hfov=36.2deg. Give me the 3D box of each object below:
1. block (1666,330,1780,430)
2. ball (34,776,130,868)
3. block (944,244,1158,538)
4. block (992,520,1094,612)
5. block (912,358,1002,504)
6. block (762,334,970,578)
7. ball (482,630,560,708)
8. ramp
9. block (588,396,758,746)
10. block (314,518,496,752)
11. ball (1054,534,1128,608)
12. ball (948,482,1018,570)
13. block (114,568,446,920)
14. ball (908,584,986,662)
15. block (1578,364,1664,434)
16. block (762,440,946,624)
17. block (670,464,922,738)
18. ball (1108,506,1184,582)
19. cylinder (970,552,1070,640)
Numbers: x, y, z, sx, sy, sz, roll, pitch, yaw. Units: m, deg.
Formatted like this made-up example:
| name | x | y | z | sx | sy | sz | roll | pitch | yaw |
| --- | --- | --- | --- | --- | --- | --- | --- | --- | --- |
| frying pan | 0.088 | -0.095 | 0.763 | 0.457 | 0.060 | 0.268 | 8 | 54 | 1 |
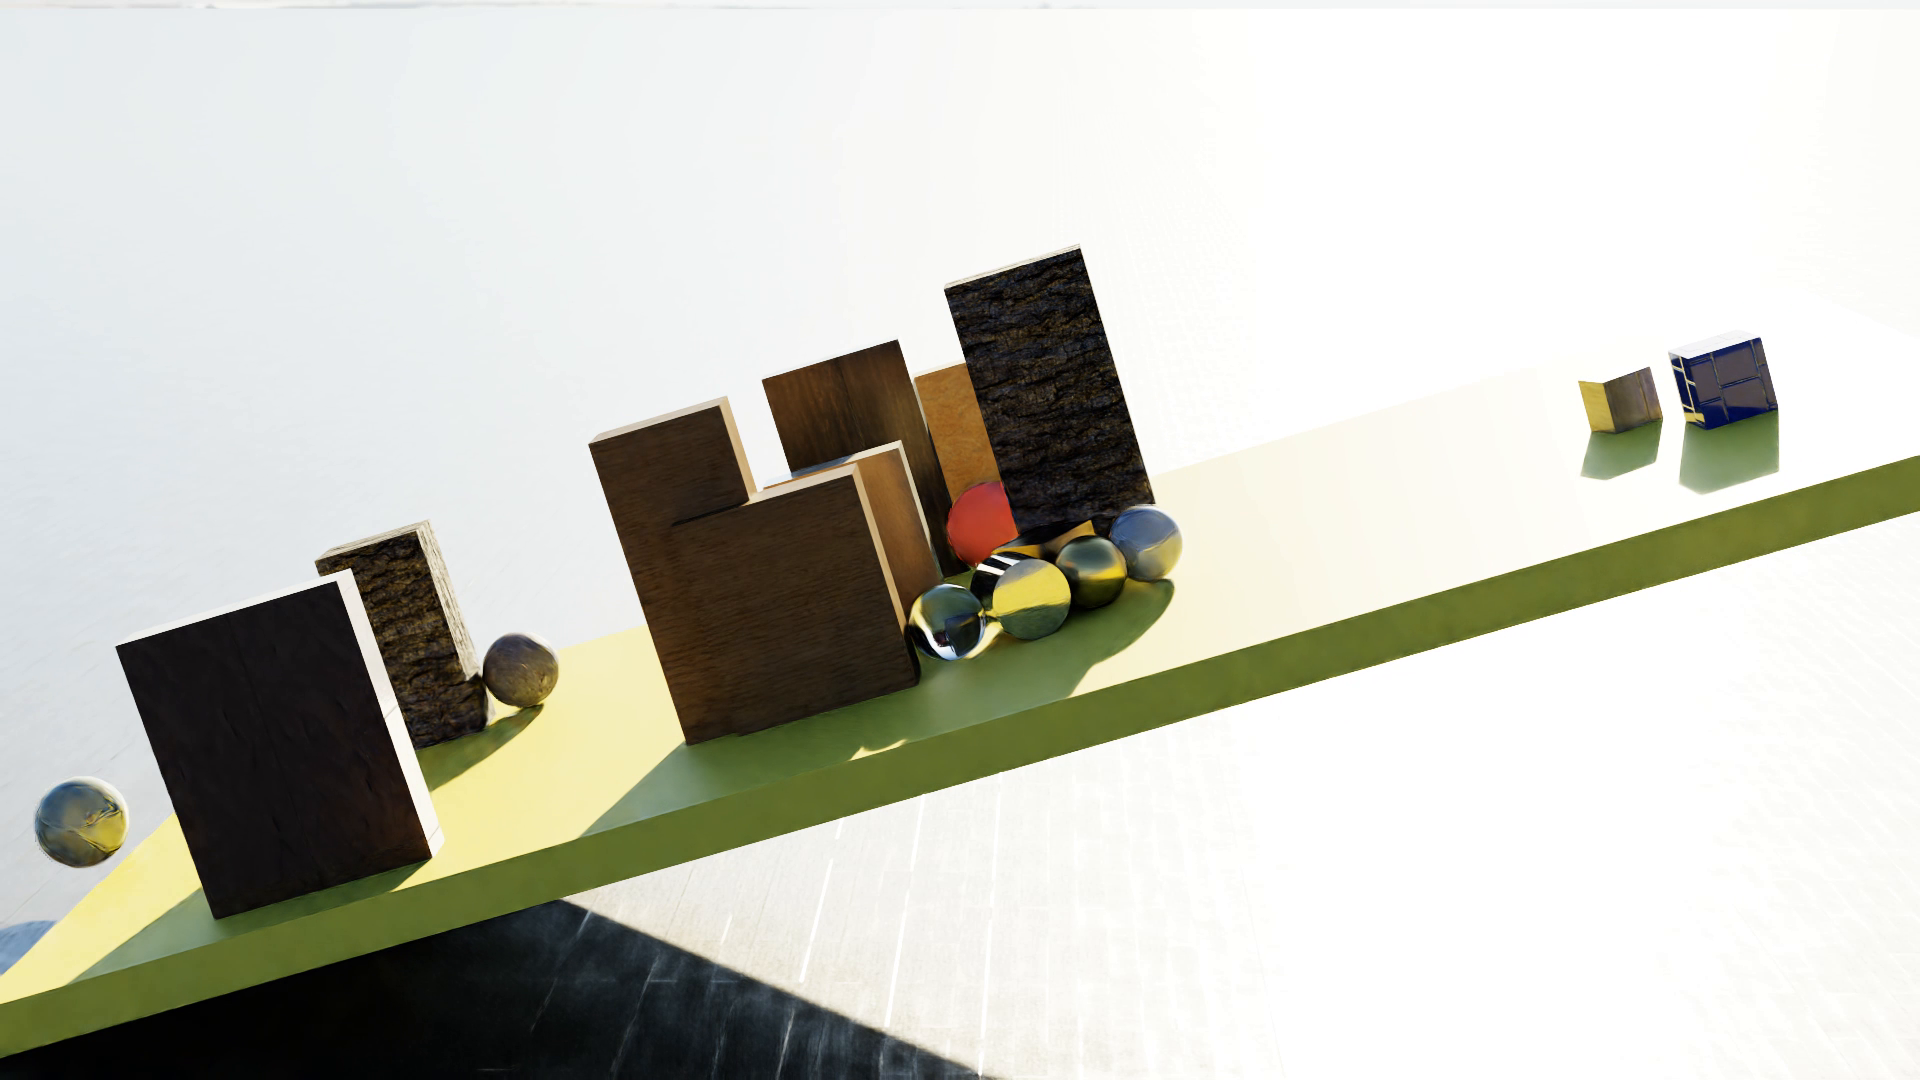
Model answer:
| name | x | y | z | sx | sy | sz | roll | pitch | yaw |
| --- | --- | --- | --- | --- | --- | --- | --- | --- | --- |
| block | 1.540 | -0.325 | 5.939 | 0.151 | 0.151 | 0.151 | -17 | 10 | 0 |
| ball | -1.937 | 0.623 | 6.491 | 0.203 | 0.203 | 0.203 | 0 | 11 | 0 |
| block | 0.209 | -0.253 | 6.236 | 0.298 | 0.686 | 0.115 | -16 | 10 | 5 |
| block | 0.189 | 0.061 | 6.107 | 0.152 | 0.152 | 0.152 | -7 | 14 | 46 |
| block | 0.094 | -0.238 | 7.103 | 0.353 | 0.426 | 0.088 | -16 | 10 | 5 |
| block | -0.214 | -0.155 | 6.776 | 0.328 | 0.561 | 0.083 | -16 | 10 | 5 |
| ball | -1.010 | 0.297 | 6.763 | 0.177 | 0.177 | 0.177 | 0 | 11 | 0 |
| ramp | 0.094 | 0.186 | 6.317 | 4.000 | 0.100 | 2.000 | -16 | 10 | 5 |
| block | -0.504 | 0.062 | 5.866 | 0.272 | 0.637 | 0.133 | -16 | 10 | 5 |
| block | -1.259 | 0.225 | 6.693 | 0.243 | 0.481 | 0.148 | -16 | 10 | 5 |
| ball | 0.263 | 0.064 | 5.966 | 0.151 | 0.151 | 0.151 | 0 | 11 | 0 |
| ball | 0.073 | -0.029 | 6.638 | 0.205 | 0.205 | 0.205 | 0 | 11 | 0 |
| block | -1.293 | 0.391 | 5.613 | 0.445 | 0.562 | 0.110 | -16 | 10 | 5 |
| ball | -0.025 | 0.165 | 5.888 | 0.156 | 0.156 | 0.156 | 0 | 11 | 0 |
| block | 1.382 | -0.296 | 6.155 | 0.114 | 0.114 | 0.114 | -19 | 10 | -12 |
| block | -0.212 | 0.028 | 6.240 | 0.300 | 0.401 | 0.098 | -16 | 10 | 5 |
| block | -0.321 | 0.118 | 5.820 | 0.372 | 0.440 | 0.131 | -16 | 10 | 5 |
| ball | 0.382 | 0.009 | 6.047 | 0.158 | 0.158 | 0.158 | 0 | 11 | 0 |
| cylinder | 0.120 | 0.111 | 5.923 | 0.162 | 0.162 | 0.162 | -3 | 6 | -16 |
